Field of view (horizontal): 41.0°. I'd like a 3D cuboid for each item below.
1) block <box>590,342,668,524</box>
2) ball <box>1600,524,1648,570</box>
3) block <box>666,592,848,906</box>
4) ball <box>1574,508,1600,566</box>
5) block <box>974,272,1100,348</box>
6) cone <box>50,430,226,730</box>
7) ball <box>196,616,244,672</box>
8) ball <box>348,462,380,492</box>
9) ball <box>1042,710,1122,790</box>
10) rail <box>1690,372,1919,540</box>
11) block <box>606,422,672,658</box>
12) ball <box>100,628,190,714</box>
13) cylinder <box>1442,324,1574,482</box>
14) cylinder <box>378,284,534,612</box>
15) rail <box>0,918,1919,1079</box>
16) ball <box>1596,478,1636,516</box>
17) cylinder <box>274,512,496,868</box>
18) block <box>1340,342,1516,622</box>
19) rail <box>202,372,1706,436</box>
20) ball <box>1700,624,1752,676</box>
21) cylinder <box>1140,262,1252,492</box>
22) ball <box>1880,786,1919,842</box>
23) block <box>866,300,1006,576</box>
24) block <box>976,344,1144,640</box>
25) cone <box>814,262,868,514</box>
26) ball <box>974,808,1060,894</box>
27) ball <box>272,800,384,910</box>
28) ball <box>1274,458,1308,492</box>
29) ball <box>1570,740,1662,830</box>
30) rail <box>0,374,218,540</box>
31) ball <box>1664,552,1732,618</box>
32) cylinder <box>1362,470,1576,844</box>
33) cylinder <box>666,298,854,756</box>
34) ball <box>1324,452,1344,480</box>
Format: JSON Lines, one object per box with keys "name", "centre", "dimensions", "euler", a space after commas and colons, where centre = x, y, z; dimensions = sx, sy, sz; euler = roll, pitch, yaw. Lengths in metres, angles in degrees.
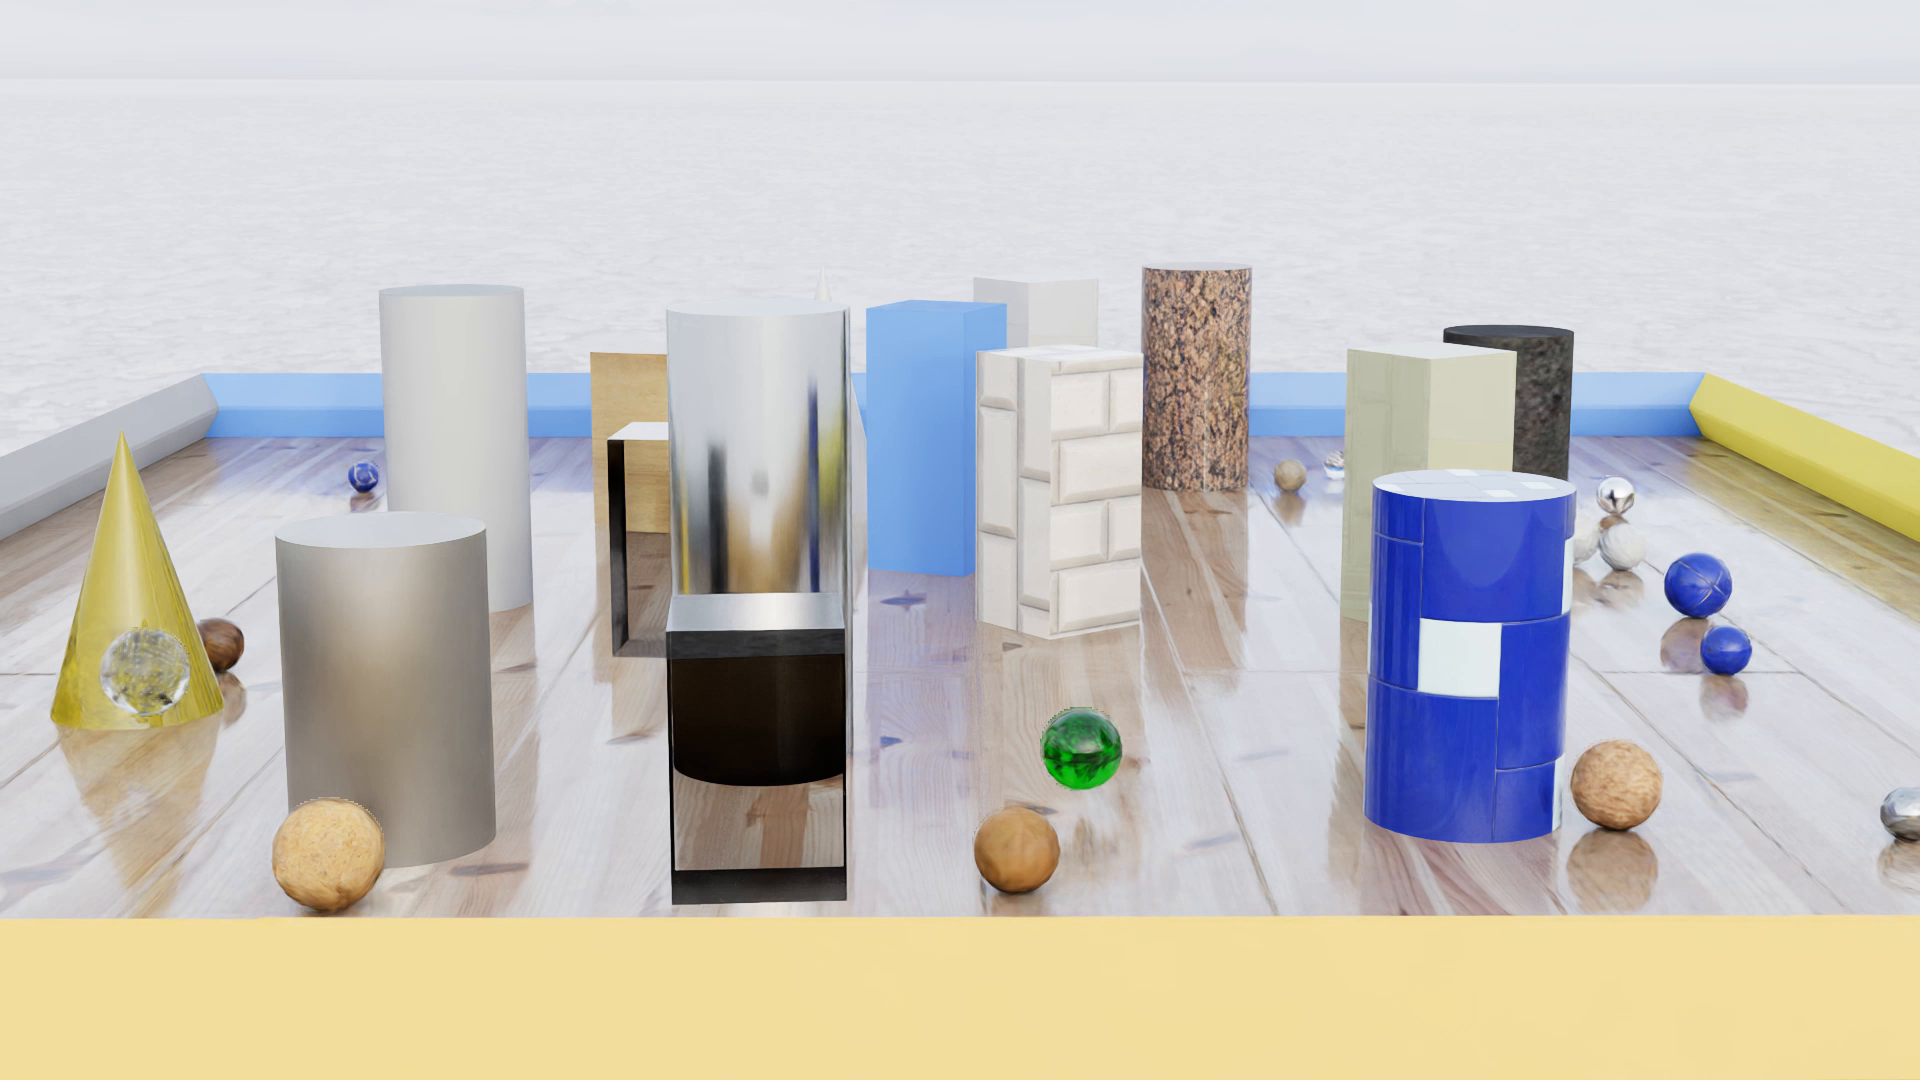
{"name": "block", "centre": [-0.493, -0.173, 4.144], "dimensions": [0.154, 0.275, 0.154], "euler": [3, 11, 14]}
{"name": "ball", "centre": [0.964, 0.010, 3.729], "dimensions": [0.068, 0.068, 0.068], "euler": [0, 11, 0]}
{"name": "block", "centre": [-0.182, 0.184, 2.307], "dimensions": [0.154, 0.246, 0.154], "euler": [-1, 11, -4]}
{"name": "ball", "centre": [0.893, -0.005, 3.757], "dimensions": [0.087, 0.087, 0.087], "euler": [0, 11, 0]}
{"name": "block", "centre": [0.131, -0.273, 4.442], "dimensions": [0.154, 0.363, 0.154], "euler": [-8, 13, -36]}
{"name": "cone", "centre": [-0.939, 0.033, 2.903], "dimensions": [0.192, 0.324, 0.192], "euler": [0, 11, 0]}
{"name": "ball", "centre": [-0.901, 0.127, 3.104], "dimensions": [0.068, 0.068, 0.068], "euler": [0, 11, 0]}
{"name": "ball", "centre": [-1.026, -0.109, 4.412], "dimensions": [0.053, 0.053, 0.053], "euler": [0, 11, 0]}
{"name": "ball", "centre": [0.124, 0.213, 2.602], "dimensions": [0.082, 0.082, 0.082], "euler": [0, 11, 0]}
{"name": "rail", "centre": [1.459, 0.031, 3.457], "dimensions": [0.045, 0.125, 3.277], "euler": [0, 11, 0]}
{"name": "block", "centre": [-0.349, -0.002, 3.231], "dimensions": [0.154, 0.273, 0.154], "euler": [1, 11, 4]}
{"name": "ball", "centre": [-0.873, 0.141, 2.749], "dimensions": [0.093, 0.093, 0.093], "euler": [0, 11, 0]}
{"name": "cylinder", "centre": [0.821, -0.150, 3.871], "dimensions": [0.192, 0.331, 0.192], "euler": [0, 11, 0]}
{"name": "cylinder", "centre": [-0.683, -0.126, 3.484], "dimensions": [0.192, 0.426, 0.192], "euler": [0, 11, 0]}
{"name": "rail", "centre": [0.009, 0.327, 1.862], "dimensions": [2.965, 0.125, 0.045], "euler": [0, 11, 0]}
{"name": "ball", "centre": [1.069, -0.071, 4.182], "dimensions": [0.062, 0.062, 0.062], "euler": [0, 11, 0]}
{"name": "cylinder", "centre": [-0.539, 0.137, 2.416], "dimensions": [0.192, 0.299, 0.192], "euler": [0, 11, 0]}
{"name": "block", "centre": [0.614, -0.072, 3.374], "dimensions": [0.154, 0.358, 0.154], "euler": [-7, 13, -34]}
{"name": "rail", "centre": [-0.009, -0.263, 5.037], "dimensions": [2.965, 0.125, 0.045], "euler": [0, 11, 0]}
{"name": "ball", "centre": [0.922, 0.133, 3.089], "dimensions": [0.061, 0.061, 0.061], "euler": [0, 11, 0]}
{"name": "cylinder", "centre": [0.410, -0.287, 4.474], "dimensions": [0.192, 0.380, 0.192], "euler": [0, 11, 0]}
{"name": "ball", "centre": [0.899, 0.260, 2.431], "dimensions": [0.052, 0.052, 0.052], "euler": [0, 11, 0]}
{"name": "block", "centre": [-0.033, -0.152, 3.748], "dimensions": [0.154, 0.380, 0.154], "euler": [5, 12, 24]}
{"name": "block", "centre": [0.129, -0.068, 3.356], "dimensions": [0.154, 0.357, 0.154], "euler": [-8, 13, -37]}
{"name": "cone", "centre": [-0.225, -0.257, 4.237], "dimensions": [0.192, 0.407, 0.192], "euler": [0, 11, 0]}
{"name": "ball", "centre": [0.050, 0.276, 2.278], "dimensions": [0.076, 0.076, 0.076], "euler": [0, 11, 0]}
{"name": "ball", "centre": [-0.550, 0.274, 2.233], "dimensions": [0.096, 0.096, 0.096], "euler": [0, 11, 0]}
{"name": "ball", "centre": [0.567, -0.111, 4.408], "dimensions": [0.058, 0.058, 0.058], "euler": [0, 11, 0]}
{"name": "ball", "centre": [0.631, 0.236, 2.467], "dimensions": [0.086, 0.086, 0.086], "euler": [0, 11, 0]}
{"name": "rail", "centre": [-1.459, 0.034, 3.441], "dimensions": [0.045, 0.125, 3.277], "euler": [0, 11, 0]}
{"name": "ball", "centre": [0.980, 0.059, 3.408], "dimensions": [0.089, 0.089, 0.089], "euler": [0, 11, 0]}
{"name": "cylinder", "centre": [0.493, 0.108, 2.490], "dimensions": [0.192, 0.328, 0.192], "euler": [0, 11, 0]}
{"name": "cylinder", "centre": [-0.211, -0.010, 2.721], "dimensions": [0.192, 0.475, 0.192], "euler": [0, 11, 0]}
{"name": "ball", "centre": [0.669, -0.131, 4.541], "dimensions": [0.049, 0.049, 0.049], "euler": [0, 11, 0]}
